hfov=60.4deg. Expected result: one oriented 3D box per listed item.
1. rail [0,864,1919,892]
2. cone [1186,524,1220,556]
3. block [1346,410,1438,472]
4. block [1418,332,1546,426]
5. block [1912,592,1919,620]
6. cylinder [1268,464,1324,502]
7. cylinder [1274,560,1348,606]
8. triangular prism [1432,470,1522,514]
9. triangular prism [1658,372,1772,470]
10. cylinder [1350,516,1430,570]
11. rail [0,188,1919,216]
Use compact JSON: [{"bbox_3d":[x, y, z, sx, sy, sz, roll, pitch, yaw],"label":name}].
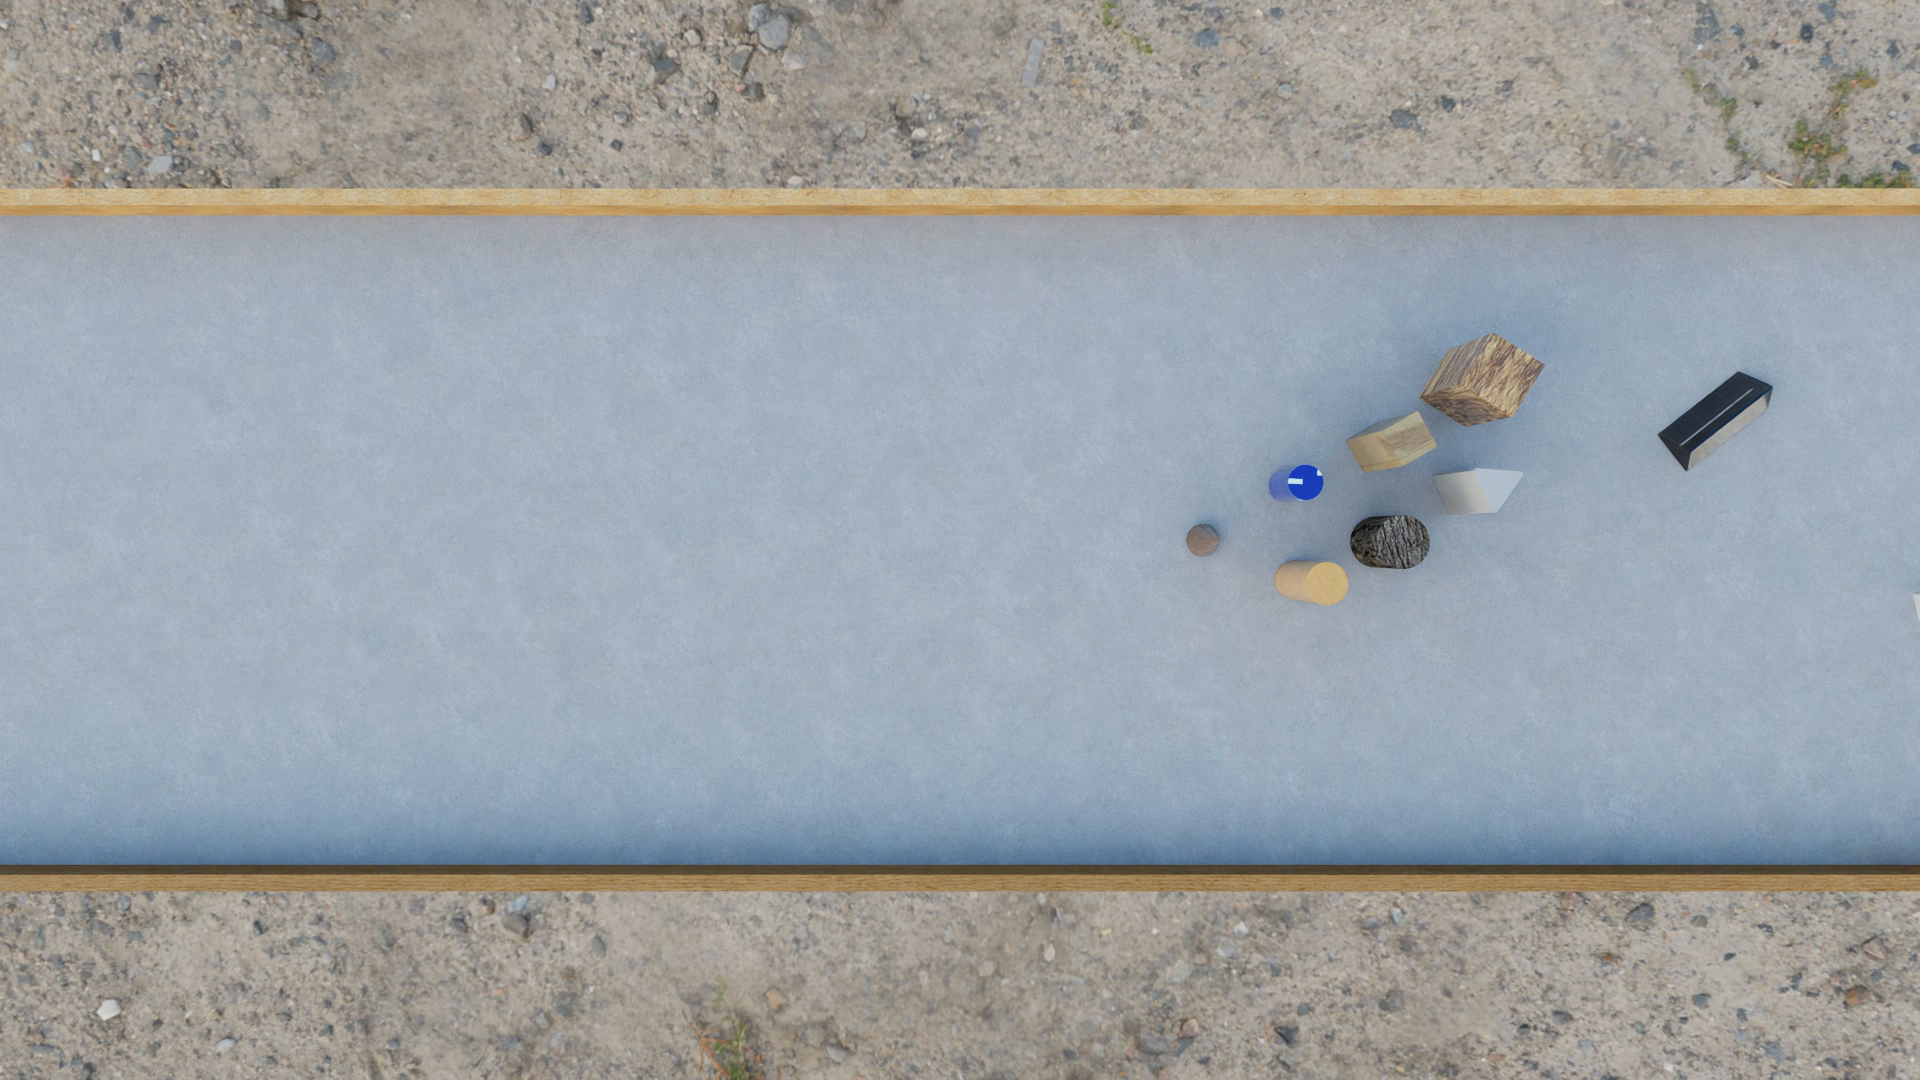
[{"bbox_3d":[-2.247,1.025,5.001,12.000,0.150,0.050,0,90,0],"label":"rail"},{"bbox_3d":[0.747,0.001,4.908,0.101,0.336,0.101,0,90,0],"label":"cone"},{"bbox_3d":[1.264,-0.285,4.855,0.115,0.443,0.115,-30,90,0],"label":"block"},{"bbox_3d":[1.529,-0.466,4.859,0.172,0.435,0.172,32,90,0],"label":"block"},{"bbox_3d":[3.093,0.179,5.025,0.307,0.104,0.104,-15,90,0],"label":"block"},{"bbox_3d":[1.001,-0.167,4.925,0.102,0.302,0.102,0,90,0],"label":"cylinder"},{"bbox_3d":[1.029,0.122,4.850,0.121,0.452,0.121,0,90,0],"label":"cylinder"},{"bbox_3d":[1.502,-0.166,4.868,0.118,0.418,0.136,35,90,0],"label":"triangular prism"},{"bbox_3d":[2.314,-0.364,5.011,0.314,0.124,0.144,-38,90,0],"label":"triangular prism"},{"bbox_3d":[1.279,0.006,4.919,0.157,0.314,0.157,0,90,0],"label":"cylinder"},{"bbox_3d":[-2.247,-1.025,5.002,12.000,0.150,0.050,0,90,0],"label":"rail"}]
